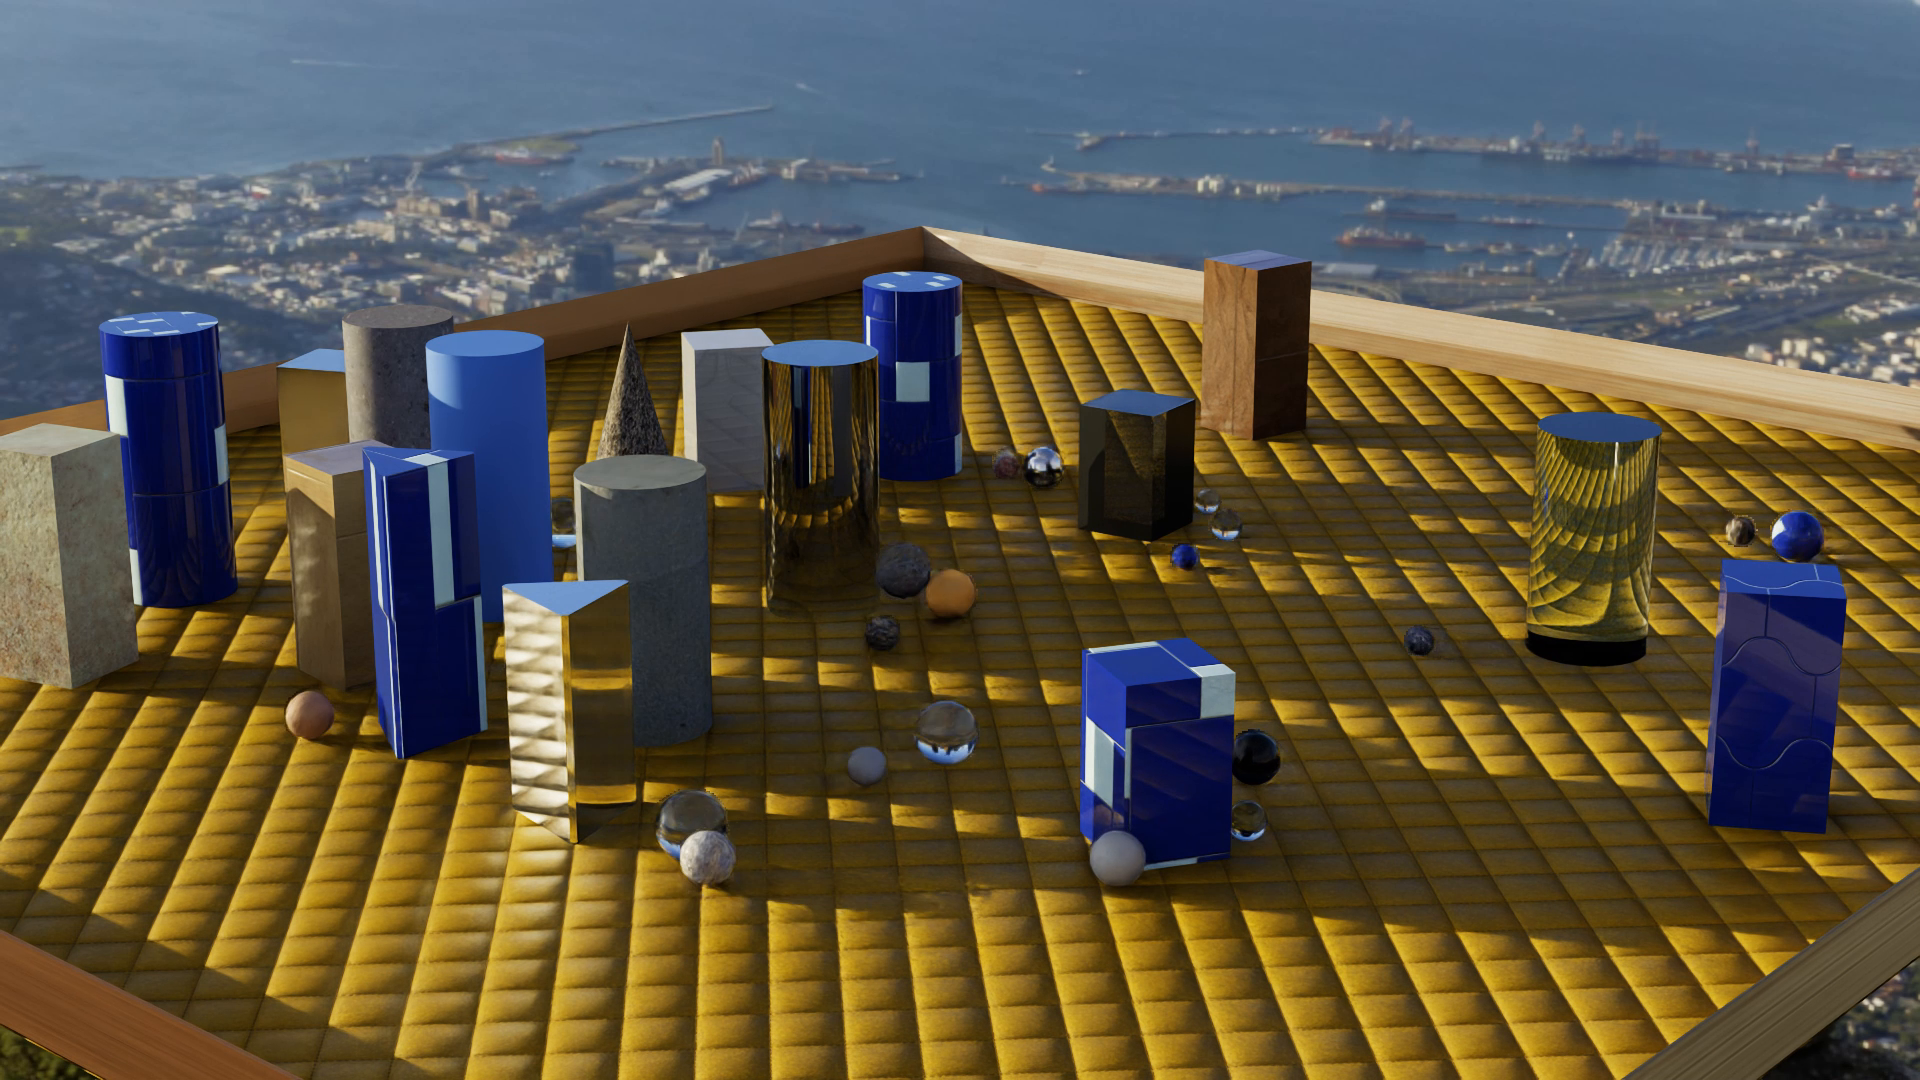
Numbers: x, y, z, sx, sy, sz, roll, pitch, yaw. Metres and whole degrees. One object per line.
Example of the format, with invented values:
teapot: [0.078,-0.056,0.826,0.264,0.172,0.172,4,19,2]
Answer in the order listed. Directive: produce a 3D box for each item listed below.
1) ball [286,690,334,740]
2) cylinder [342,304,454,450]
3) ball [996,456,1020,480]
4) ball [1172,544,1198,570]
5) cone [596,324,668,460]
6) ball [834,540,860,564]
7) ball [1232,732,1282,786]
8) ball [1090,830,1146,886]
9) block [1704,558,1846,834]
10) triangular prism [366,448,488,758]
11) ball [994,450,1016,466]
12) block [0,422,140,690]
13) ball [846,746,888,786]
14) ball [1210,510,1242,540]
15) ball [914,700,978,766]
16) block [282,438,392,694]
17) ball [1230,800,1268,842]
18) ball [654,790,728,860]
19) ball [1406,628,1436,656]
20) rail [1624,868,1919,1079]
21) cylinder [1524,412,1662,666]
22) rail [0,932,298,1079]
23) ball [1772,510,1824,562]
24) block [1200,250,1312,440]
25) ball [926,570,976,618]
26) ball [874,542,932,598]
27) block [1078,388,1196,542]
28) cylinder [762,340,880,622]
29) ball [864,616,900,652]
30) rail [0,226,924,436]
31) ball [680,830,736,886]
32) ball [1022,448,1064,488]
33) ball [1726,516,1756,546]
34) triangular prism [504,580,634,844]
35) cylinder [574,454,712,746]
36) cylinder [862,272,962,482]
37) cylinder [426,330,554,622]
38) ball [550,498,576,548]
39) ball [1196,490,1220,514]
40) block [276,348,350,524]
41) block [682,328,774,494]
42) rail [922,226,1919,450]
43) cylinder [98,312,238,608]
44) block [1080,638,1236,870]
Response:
ball: [-0.986,0.265,4.446,0.073,0.073,0.073,0,17,0]
cylinder: [-1.017,-0.199,5.366,0.198,0.430,0.198,0,17,0]
ball: [0.096,-0.144,5.854,0.045,0.045,0.045,0,17,0]
ball: [0.405,0.030,5.275,0.045,0.045,0.045,0,17,0]
cone: [-0.624,-0.231,5.568,0.198,0.376,0.198,0,17,0]
ball: [-0.204,0.023,5.301,0.045,0.045,0.045,0,17,0]
ball: [0.428,0.318,4.264,0.078,0.078,0.078,0,17,0]
ball: [0.211,0.425,3.913,0.075,0.075,0.075,0,17,0]
block: [1.146,0.218,4.131,0.158,0.345,0.158,3,17,11]
triangular prism: [-0.836,0.084,4.415,0.148,0.438,0.171,14,22,38]
ball: [0.091,-0.157,5.898,0.045,0.045,0.045,0,17,0]
block: [-1.450,0.024,4.710,0.158,0.383,0.158,8,18,24]
ball: [-0.135,0.328,4.262,0.058,0.058,0.058,0,17,0]
ball: [0.495,-0.028,5.445,0.059,0.059,0.059,0,17,0]
ball: [-0.021,0.285,4.340,0.096,0.096,0.096,0,17,0]
block: [-0.964,0.040,4.700,0.158,0.359,0.158,-14,22,-38]
ball: [0.398,0.390,4.063,0.056,0.056,0.056,0,17,0]
ball: [-0.366,0.390,3.989,0.099,0.099,0.099,0,17,0]
ball: [0.757,0.167,4.819,0.047,0.047,0.047,0,17,0]
rail: [1.415,0.387,3.943,0.045,0.129,4.066,14,22,39]
cylinder: [1.037,-0.003,4.811,0.198,0.377,0.198,0,17,0]
rail: [-1.317,0.470,3.667,3.796,0.129,0.045,14,22,39]
ball: [1.518,-0.006,5.313,0.093,0.093,0.093,0,17,0]
block: [0.625,-0.414,6.197,0.158,0.363,0.158,-13,21,-37]
ball: [-0.016,0.092,5.000,0.085,0.085,0.085,0,17,0]
ball: [-0.098,0.051,5.014,0.096,0.096,0.096,0,17,0]
block: [0.332,-0.142,5.509,0.158,0.240,0.158,11,20,32]
cylinder: [-0.237,-0.102,5.017,0.198,0.447,0.198,0,17,0]
ball: [-0.128,0.155,4.839,0.058,0.058,0.058,0,17,0]
rail: [-1.415,-0.322,6.296,0.045,0.129,4.066,14,22,39]
ball: [-0.337,0.425,3.914,0.075,0.075,0.075,0,17,0]
ball: [0.164,-0.142,5.787,0.081,0.081,0.081,0,17,0]
ball: [1.440,-0.016,5.413,0.053,0.053,0.053,0,17,0]
triangular prism: [-0.526,0.229,4.117,0.148,0.333,0.171,-12,21,-35]
cylinder: [-0.480,0.090,4.454,0.198,0.403,0.198,0,17,0]
cylinder: [-0.095,-0.330,5.881,0.198,0.385,0.198,0,17,0]
cylinder: [-0.802,-0.110,5.015,0.198,0.464,0.198,0,17,0]
ball: [-0.731,-0.031,5.395,0.093,0.093,0.093,0,17,0]
ball: [0.475,-0.073,5.617,0.046,0.046,0.046,0,17,0]
block: [-1.175,-0.192,5.559,0.158,0.306,0.158,5,18,17]
block: [-0.456,-0.256,5.802,0.158,0.289,0.158,-4,17,-14]
rail: [1.317,-0.405,6.572,3.796,0.129,0.045,14,22,39]
cylinder: [-1.372,-0.141,5.088,0.198,0.480,0.198,0,17,0]
block: [0.269,0.293,4.017,0.158,0.268,0.158,-6,18,-19]
